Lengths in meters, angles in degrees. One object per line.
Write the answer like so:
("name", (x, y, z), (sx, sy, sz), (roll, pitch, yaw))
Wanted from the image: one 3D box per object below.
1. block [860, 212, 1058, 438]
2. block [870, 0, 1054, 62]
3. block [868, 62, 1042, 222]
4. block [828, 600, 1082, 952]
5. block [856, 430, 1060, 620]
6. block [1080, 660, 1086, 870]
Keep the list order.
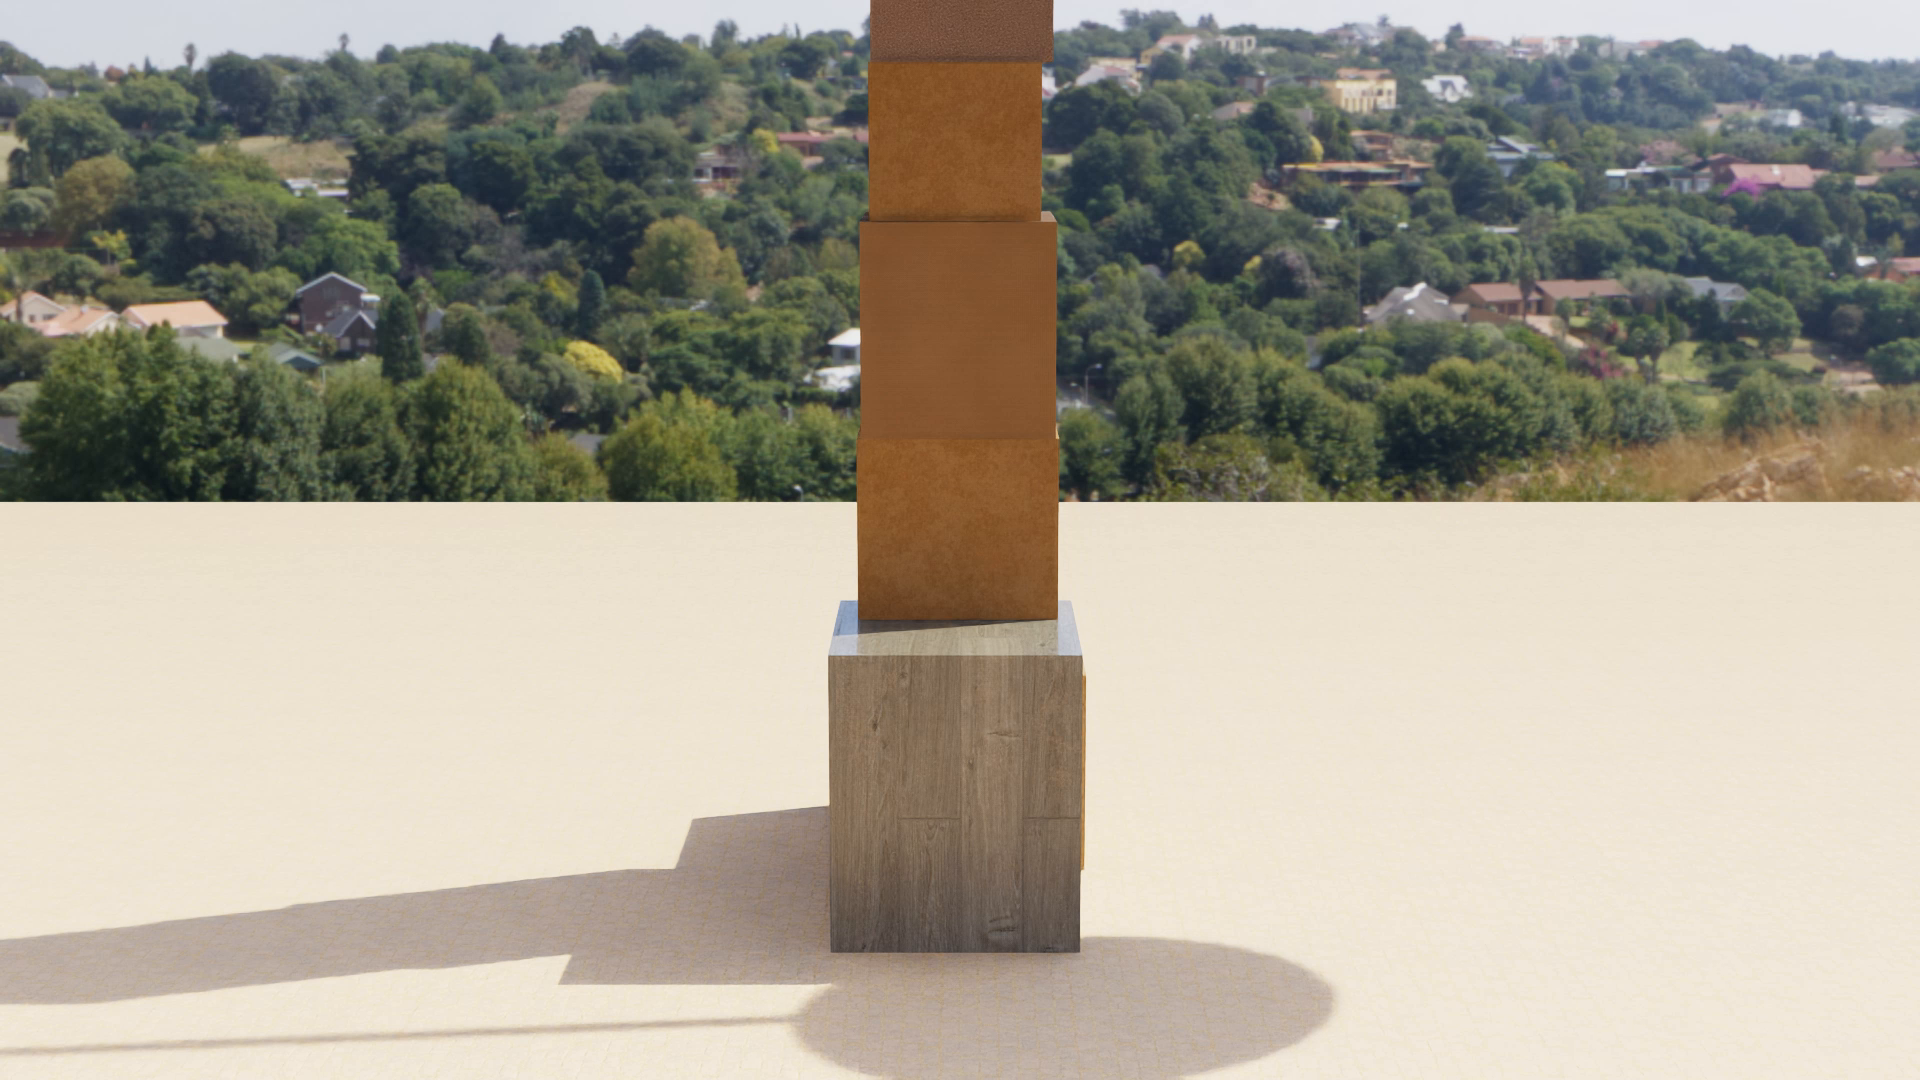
("block", (-0.007, -0.937, 11.010), (0.812, 0.899, 0.805), (0, 10, 0))
("block", (0.008, -2.419, 10.741), (0.745, 0.825, 0.709), (0, 10, 0))
("block", (-0.020, -1.696, 10.872), (0.708, 0.644, 0.750), (0, 10, 0))
("block", (-0.019, 0.967, 10.802), (1.009, 1.233, 1.080), (0, 10, 0))
("block", (-0.009, -0.116, 11.159), (0.845, 0.770, 0.810), (0, 10, 0))
("block", (0.019, 0.940, 11.905), (1.075, 0.892, 1.080), (0, 10, 0))
